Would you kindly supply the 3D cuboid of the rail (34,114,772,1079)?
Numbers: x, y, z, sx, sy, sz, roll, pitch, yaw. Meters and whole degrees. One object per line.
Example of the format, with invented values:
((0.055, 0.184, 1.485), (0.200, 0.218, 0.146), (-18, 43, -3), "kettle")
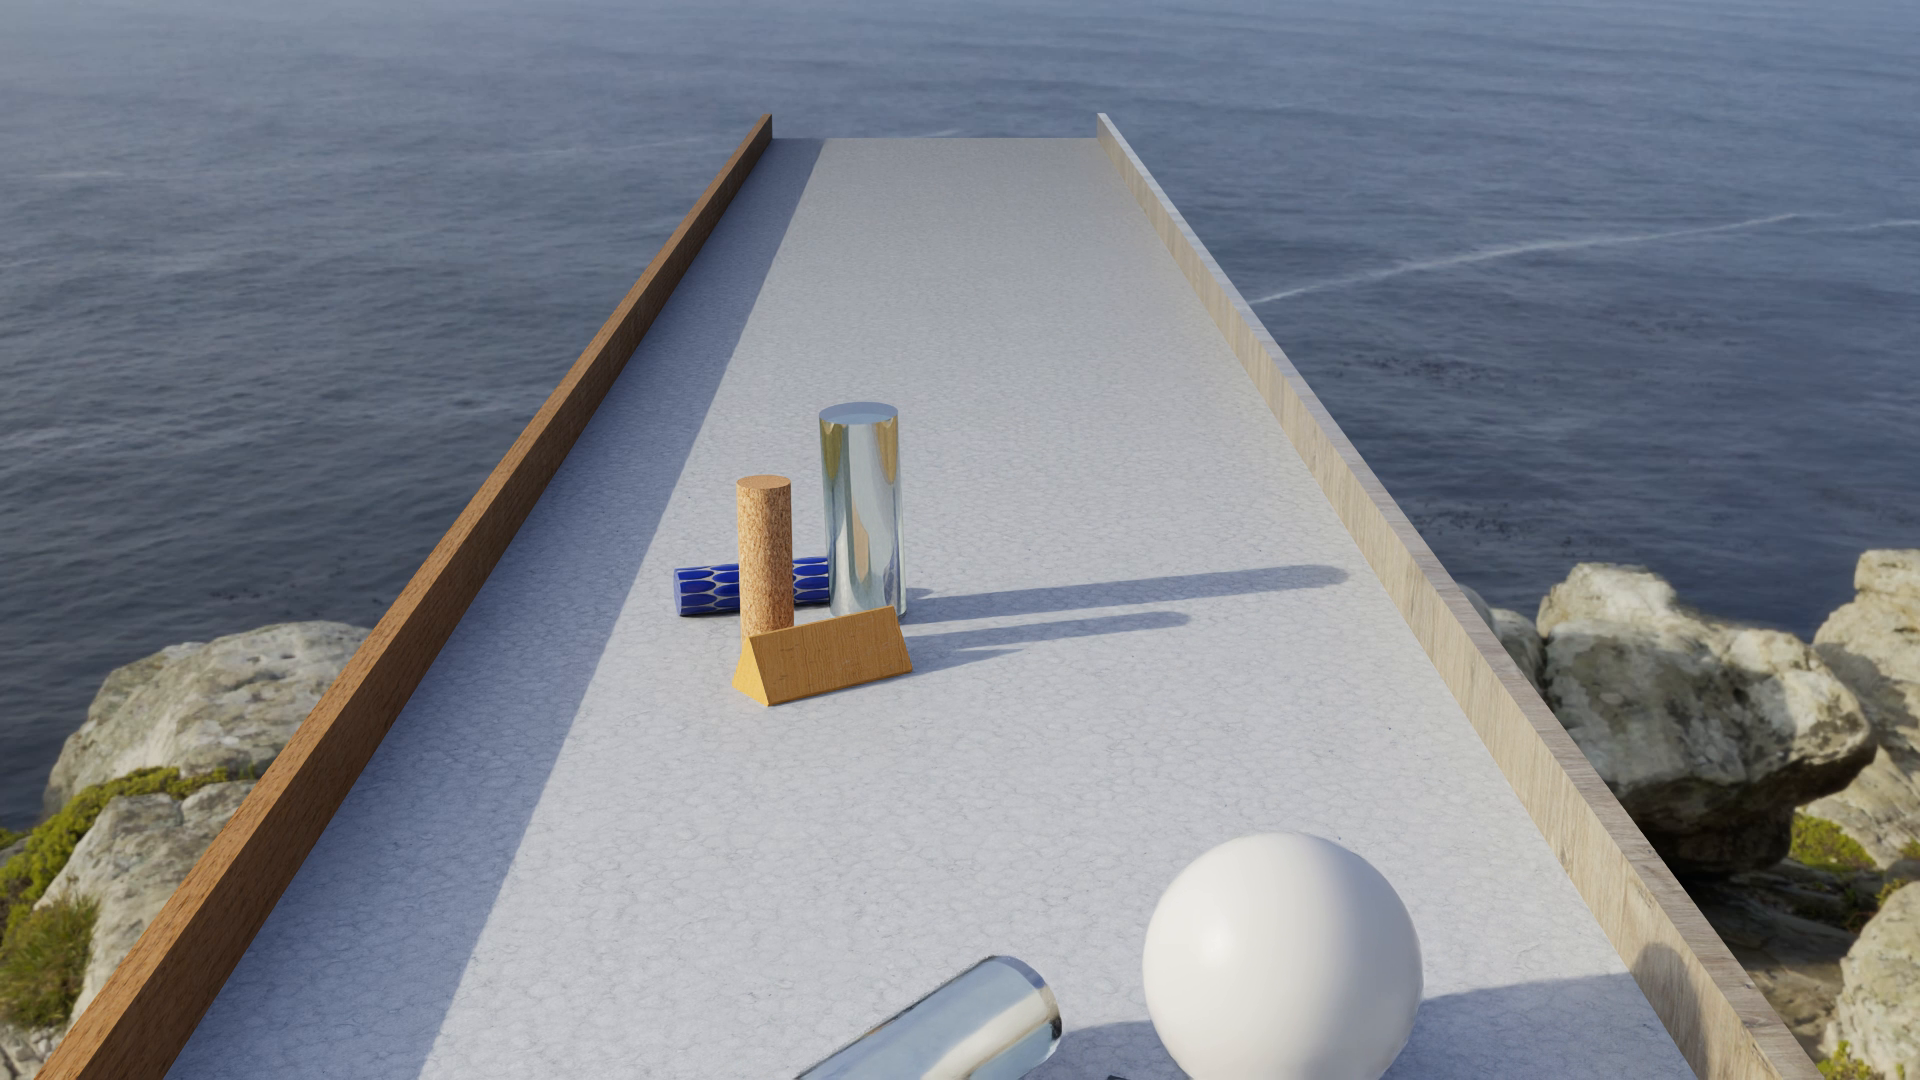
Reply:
((-1.118, -0.838, 7.780), (0.050, 0.150, 12.000), (0, 17, -1), "rail")

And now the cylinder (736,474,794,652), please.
((-0.385, 0.063, 4.365), (0.106, 0.370, 0.106), (0, 17, 0), "cylinder")

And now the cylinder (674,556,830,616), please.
((-0.442, 0.097, 4.723), (0.333, 0.101, 0.101), (-5, 17, -16), "cylinder")

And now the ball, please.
((0.406, 0.545, 2.779), (0.352, 0.352, 0.352), (0, 17, 0), "ball")

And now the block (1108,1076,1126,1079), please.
((0.143, 0.762, 2.456), (0.118, 0.118, 0.423), (8, 18, 24), "block")

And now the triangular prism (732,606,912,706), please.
((-0.268, 0.213, 4.290), (0.330, 0.118, 0.137), (-11, 20, -34), "triangular prism")

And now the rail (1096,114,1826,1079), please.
((0.932, -0.844, 7.801), (0.050, 0.150, 12.000), (0, 17, -1), "rail")

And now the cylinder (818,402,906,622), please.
((-0.202, -0.053, 4.605), (0.164, 0.445, 0.164), (-2, 20, 1), "cylinder")

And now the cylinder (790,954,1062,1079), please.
((-0.066, 0.668, 2.712), (0.154, 0.154, 0.449), (12, 20, 35), "cylinder")
